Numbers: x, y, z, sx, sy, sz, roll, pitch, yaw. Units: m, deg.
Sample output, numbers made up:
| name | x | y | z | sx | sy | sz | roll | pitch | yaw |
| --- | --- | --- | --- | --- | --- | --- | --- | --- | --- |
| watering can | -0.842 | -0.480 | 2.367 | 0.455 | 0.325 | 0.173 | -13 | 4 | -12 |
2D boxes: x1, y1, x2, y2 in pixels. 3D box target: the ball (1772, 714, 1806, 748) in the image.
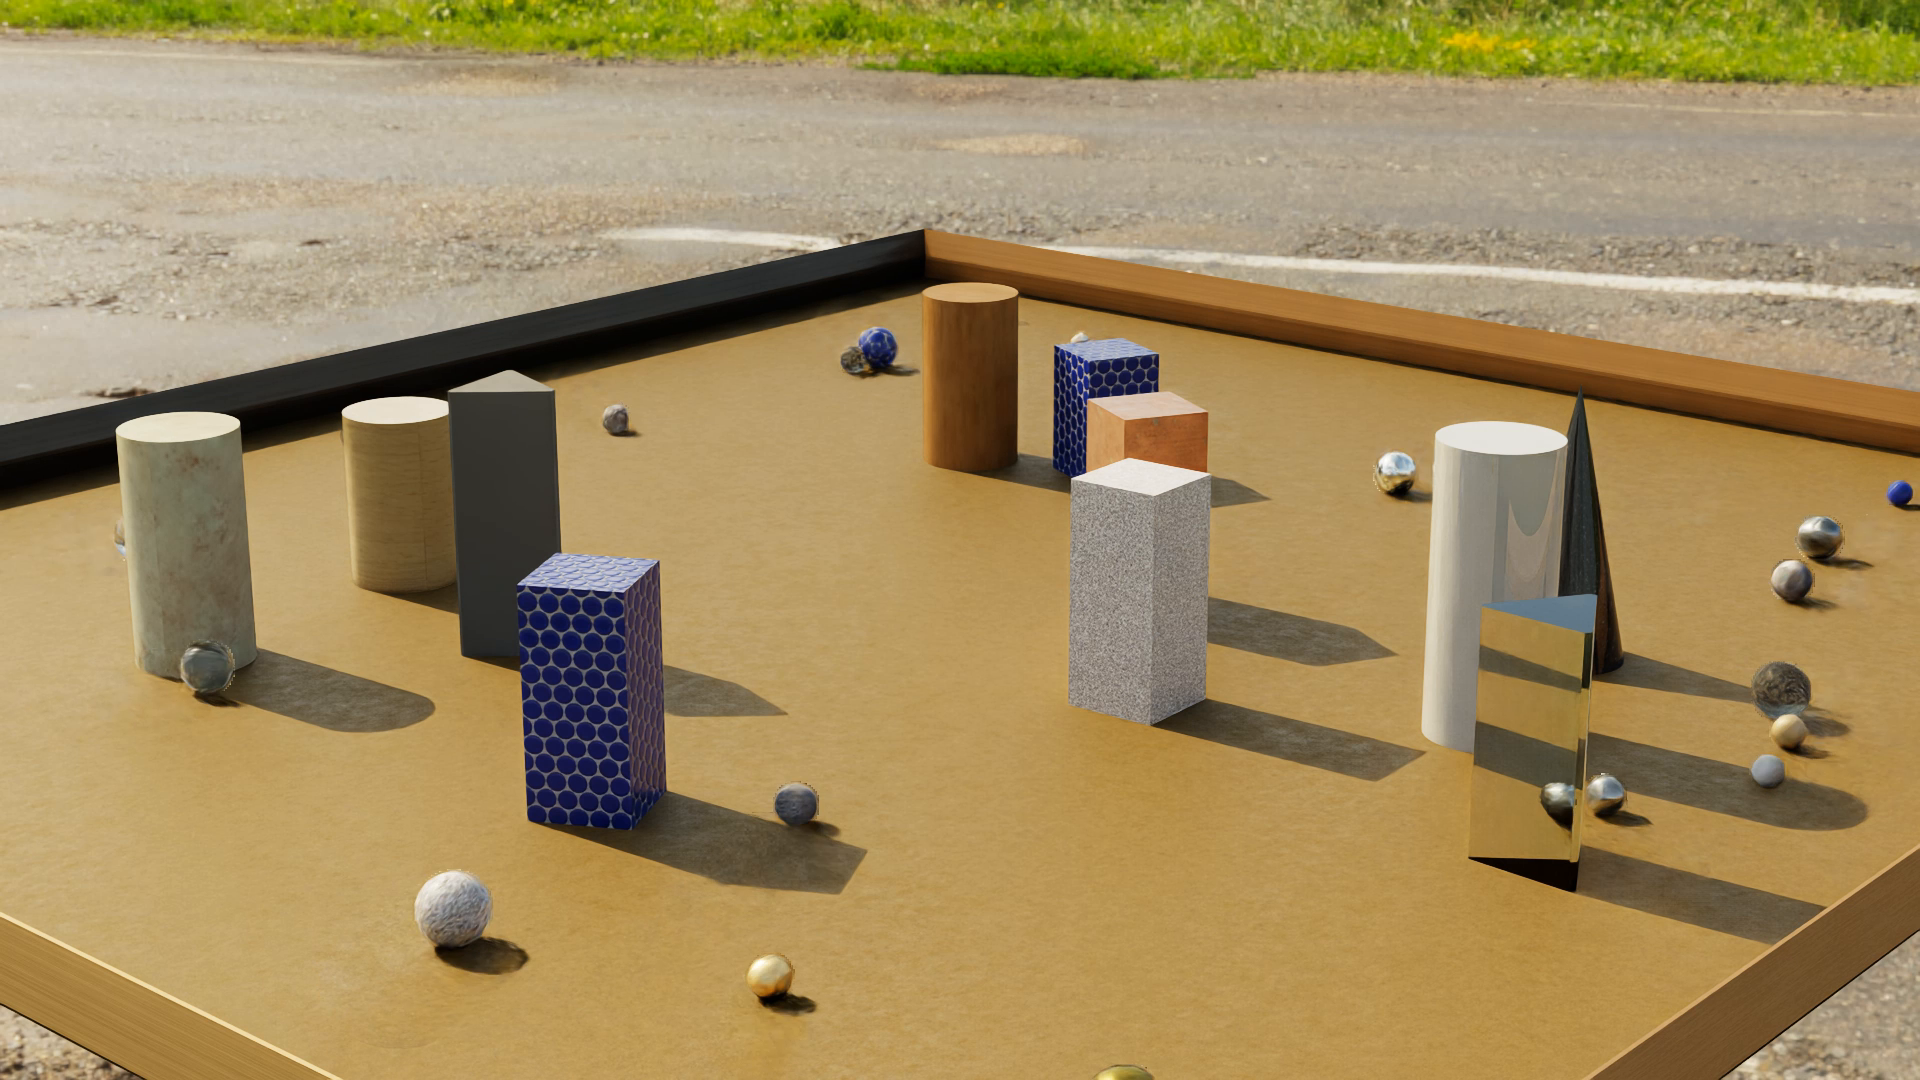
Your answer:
| name | x | y | z | sx | sy | sz | roll | pitch | yaw |
| --- | --- | --- | --- | --- | --- | --- | --- | --- | --- |
| ball | 1.245 | 0.287 | 4.404 | 0.051 | 0.051 | 0.051 | 0 | 17 | 0 |

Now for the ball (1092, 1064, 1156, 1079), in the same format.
| name | x | y | z | sx | sy | sz | roll | pitch | yaw |
| --- | --- | --- | --- | --- | --- | --- | --- | --- | --- |
| ball | 0.180 | 0.623 | 3.223 | 0.092 | 0.092 | 0.092 | 0 | 17 | 0 |

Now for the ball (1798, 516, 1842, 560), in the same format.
| name | x | y | z | sx | sy | sz | roll | pitch | yaw |
| --- | --- | --- | --- | --- | --- | --- | --- | --- | --- |
| ball | 1.561 | -0.005 | 5.324 | 0.079 | 0.079 | 0.079 | 0 | 17 | 0 |

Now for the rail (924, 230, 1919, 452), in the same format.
| name | x | y | z | sx | sy | sz | roll | pitch | yaw |
| --- | --- | --- | --- | --- | --- | --- | --- | --- | --- |
| rail | 1.298 | -0.401 | 6.552 | 3.731 | 0.125 | 0.045 | 14 | 22 | 39 |

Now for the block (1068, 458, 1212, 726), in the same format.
| name | x | y | z | sx | sy | sz | roll | pitch | yaw |
| --- | --- | --- | --- | --- | --- | --- | --- | --- | --- |
| block | 0.278 | 0.078 | 4.550 | 0.155 | 0.367 | 0.155 | 13 | 21 | 36 |

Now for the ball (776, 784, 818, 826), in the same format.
| name | x | y | z | sx | sy | sz | roll | pitch | yaw |
| --- | --- | --- | --- | --- | --- | --- | --- | --- | --- |
| ball | -0.230 | 0.371 | 4.113 | 0.059 | 0.059 | 0.059 | 0 | 17 | 0 |

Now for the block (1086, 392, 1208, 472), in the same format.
| name | x | y | z | sx | sy | sz | roll | pitch | yaw |
| --- | --- | --- | --- | --- | --- | --- | --- | --- | --- |
| block | 0.318 | -0.058 | 5.024 | 0.155 | 0.355 | 0.155 | -6 | 18 | -20 |

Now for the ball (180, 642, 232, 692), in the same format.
| name | x | y | z | sx | sy | sz | roll | pitch | yaw |
| --- | --- | --- | --- | --- | --- | --- | --- | --- | --- |
| ball | -1.192 | 0.201 | 4.637 | 0.082 | 0.082 | 0.082 | 0 | 17 | 0 |

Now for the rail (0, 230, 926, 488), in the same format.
| name | x | y | z | sx | sy | sz | roll | pitch | yaw |
| --- | --- | --- | --- | --- | --- | --- | --- | --- | --- |
| rail | -1.391 | -0.317 | 6.276 | 0.045 | 0.125 | 4.008 | 14 | 22 | 39 |

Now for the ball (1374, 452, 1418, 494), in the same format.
| name | x | y | z | sx | sy | sz | roll | pitch | yaw |
| --- | --- | --- | --- | --- | --- | --- | --- | --- | --- |
| ball | 0.854 | -0.132 | 5.741 | 0.082 | 0.082 | 0.082 | 0 | 17 | 0 |

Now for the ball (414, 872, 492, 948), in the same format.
| name | x | y | z | sx | sy | sz | roll | pitch | yaw |
| --- | --- | --- | --- | --- | --- | --- | --- | --- | --- |
| ball | -0.644 | 0.469 | 3.723 | 0.097 | 0.097 | 0.097 | 0 | 17 | 0 |

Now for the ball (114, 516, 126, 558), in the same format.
| name | x | y | z | sx | sy | sz | roll | pitch | yaw |
| --- | --- | --- | --- | --- | --- | --- | --- | --- | --- |
| ball | -1.481 | -0.007 | 5.301 | 0.096 | 0.096 | 0.096 | 0 | 17 | 0 |

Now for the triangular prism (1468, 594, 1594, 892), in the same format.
| name | x | y | z | sx | sy | sz | roll | pitch | yaw |
| --- | --- | --- | --- | --- | --- | --- | --- | --- | --- |
| triangular prism | 0.804 | 0.262 | 3.950 | 0.167 | 0.363 | 0.145 | 16 | 23 | 42 |

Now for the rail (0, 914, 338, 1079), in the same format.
| name | x | y | z | sx | sy | sz | roll | pitch | yaw |
| --- | --- | --- | --- | --- | --- | --- | --- | --- | --- |
| rail | -1.298 | 0.463 | 3.689 | 3.731 | 0.125 | 0.045 | 14 | 22 | 39 |

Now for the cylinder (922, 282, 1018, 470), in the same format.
| name | x | y | z | sx | sy | sz | roll | pitch | yaw |
| --- | --- | --- | --- | --- | --- | --- | --- | --- | --- |
| cylinder | 0.021 | -0.333 | 5.950 | 0.193 | 0.346 | 0.193 | 0 | 17 | 0 |

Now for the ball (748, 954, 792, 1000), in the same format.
| name | x | y | z | sx | sy | sz | roll | pitch | yaw |
| --- | --- | --- | --- | --- | --- | --- | --- | --- | --- |
| ball | -0.232 | 0.534 | 3.580 | 0.056 | 0.056 | 0.056 | 0 | 17 | 0 |

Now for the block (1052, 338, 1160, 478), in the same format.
| name | x | y | z | sx | sy | sz | roll | pitch | yaw |
| --- | --- | --- | --- | --- | --- | --- | --- | --- | --- |
| block | 0.290 | -0.257 | 5.858 | 0.155 | 0.254 | 0.155 | -8 | 18 | -24 |

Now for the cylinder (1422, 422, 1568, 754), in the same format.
| name | x | y | z | sx | sy | sz | roll | pitch | yaw |
| --- | --- | --- | --- | --- | --- | --- | --- | --- | --- |
| cylinder | 0.801 | 0.071 | 4.407 | 0.193 | 0.464 | 0.193 | 0 | 17 | 0 |

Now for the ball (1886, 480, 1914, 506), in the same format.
| name | x | y | z | sx | sy | sz | roll | pitch | yaw |
| --- | --- | --- | --- | --- | --- | --- | --- | --- | --- |
| ball | 1.814 | -0.090 | 5.660 | 0.048 | 0.048 | 0.048 | 0 | 17 | 0 |

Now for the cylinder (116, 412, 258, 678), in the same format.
| name | x | y | z | sx | sy | sz | roll | pitch | yaw |
| --- | --- | --- | --- | --- | --- | --- | --- | --- | --- |
| cylinder | -1.250 | 0.006 | 4.747 | 0.193 | 0.392 | 0.193 | 0 | 17 | 0 |

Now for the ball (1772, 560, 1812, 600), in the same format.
| name | x | y | z | sx | sy | sz | roll | pitch | yaw |
| --- | --- | --- | --- | --- | --- | --- | --- | --- | --- |
| ball | 1.446 | 0.070 | 5.095 | 0.069 | 0.069 | 0.069 | 0 | 17 | 0 |

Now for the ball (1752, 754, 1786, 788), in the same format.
| name | x | y | z | sx | sy | sz | roll | pitch | yaw |
| --- | --- | --- | --- | --- | --- | --- | --- | --- | --- |
| ball | 1.173 | 0.335 | 4.252 | 0.048 | 0.048 | 0.048 | 0 | 17 | 0 |

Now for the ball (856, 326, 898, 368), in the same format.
| name | x | y | z | sx | sy | sz | roll | pitch | yaw |
| --- | --- | --- | --- | --- | --- | --- | --- | --- | --- |
| ball | -0.190 | -0.444 | 6.752 | 0.096 | 0.096 | 0.096 | 0 | 17 | 0 |

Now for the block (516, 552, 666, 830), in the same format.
| name | x | y | z | sx | sy | sz | roll | pitch | yaw |
| --- | --- | --- | --- | --- | --- | --- | --- | --- | --- |
| block | -0.517 | 0.212 | 4.139 | 0.155 | 0.349 | 0.155 | 4 | 17 | 12 |

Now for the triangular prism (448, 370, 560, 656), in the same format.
| name | x | y | z | sx | sy | sz | roll | pitch | yaw |
| --- | --- | --- | --- | --- | --- | --- | --- | --- | --- |
| triangular prism | -0.738 | -0.045 | 4.823 | 0.167 | 0.446 | 0.145 | -1 | 17 | -2 |

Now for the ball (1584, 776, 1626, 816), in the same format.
| name | x | y | z | sx | sy | sz | roll | pitch | yaw |
| --- | --- | --- | --- | --- | --- | --- | --- | --- | --- |
| ball | 0.913 | 0.361 | 4.150 | 0.056 | 0.056 | 0.056 | 0 | 17 | 0 |

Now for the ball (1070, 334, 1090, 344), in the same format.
| name | x | y | z | sx | sy | sz | roll | pitch | yaw |
| --- | --- | --- | --- | --- | --- | --- | --- | --- | --- |
| ball | 0.284 | -0.463 | 6.896 | 0.047 | 0.047 | 0.047 | 0 | 17 | 0 |

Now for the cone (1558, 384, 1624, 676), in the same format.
| name | x | y | z | sx | sy | sz | roll | pitch | yaw |
| --- | --- | --- | --- | --- | --- | --- | --- | --- | --- |
| cone | 0.991 | -0.029 | 4.745 | 0.193 | 0.461 | 0.193 | 0 | 17 | 0 |

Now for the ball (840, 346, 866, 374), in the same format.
| name | x | y | z | sx | sy | sz | roll | pitch | yaw |
| --- | --- | --- | --- | --- | --- | --- | --- | --- | --- |
| ball | -0.244 | -0.412 | 6.706 | 0.060 | 0.060 | 0.060 | 0 | 17 | 0 |

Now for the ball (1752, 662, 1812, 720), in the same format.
| name | x | y | z | sx | sy | sz | roll | pitch | yaw |
| --- | --- | --- | --- | --- | --- | --- | --- | --- | --- |
| ball | 1.267 | 0.233 | 4.520 | 0.089 | 0.089 | 0.089 | 0 | 17 | 0 |

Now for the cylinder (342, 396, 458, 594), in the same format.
| name | x | y | z | sx | sy | sz | roll | pitch | yaw |
| --- | --- | --- | --- | --- | --- | --- | --- | --- | --- |
| cylinder | -0.986 | -0.081 | 5.184 | 0.193 | 0.306 | 0.193 | 0 | 17 | 0 |

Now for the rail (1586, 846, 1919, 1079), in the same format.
| name | x | y | z | sx | sy | sz | roll | pitch | yaw |
| --- | --- | --- | --- | --- | --- | --- | --- | --- | --- |
| rail | 1.391 | 0.380 | 3.964 | 0.045 | 0.125 | 4.008 | 14 | 22 | 39 |

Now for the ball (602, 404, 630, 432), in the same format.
| name | x | y | z | sx | sy | sz | roll | pitch | yaw |
| --- | --- | --- | --- | --- | --- | --- | --- | --- | --- |
| ball | -0.727 | -0.256 | 6.191 | 0.059 | 0.059 | 0.059 | 0 | 17 | 0 |
